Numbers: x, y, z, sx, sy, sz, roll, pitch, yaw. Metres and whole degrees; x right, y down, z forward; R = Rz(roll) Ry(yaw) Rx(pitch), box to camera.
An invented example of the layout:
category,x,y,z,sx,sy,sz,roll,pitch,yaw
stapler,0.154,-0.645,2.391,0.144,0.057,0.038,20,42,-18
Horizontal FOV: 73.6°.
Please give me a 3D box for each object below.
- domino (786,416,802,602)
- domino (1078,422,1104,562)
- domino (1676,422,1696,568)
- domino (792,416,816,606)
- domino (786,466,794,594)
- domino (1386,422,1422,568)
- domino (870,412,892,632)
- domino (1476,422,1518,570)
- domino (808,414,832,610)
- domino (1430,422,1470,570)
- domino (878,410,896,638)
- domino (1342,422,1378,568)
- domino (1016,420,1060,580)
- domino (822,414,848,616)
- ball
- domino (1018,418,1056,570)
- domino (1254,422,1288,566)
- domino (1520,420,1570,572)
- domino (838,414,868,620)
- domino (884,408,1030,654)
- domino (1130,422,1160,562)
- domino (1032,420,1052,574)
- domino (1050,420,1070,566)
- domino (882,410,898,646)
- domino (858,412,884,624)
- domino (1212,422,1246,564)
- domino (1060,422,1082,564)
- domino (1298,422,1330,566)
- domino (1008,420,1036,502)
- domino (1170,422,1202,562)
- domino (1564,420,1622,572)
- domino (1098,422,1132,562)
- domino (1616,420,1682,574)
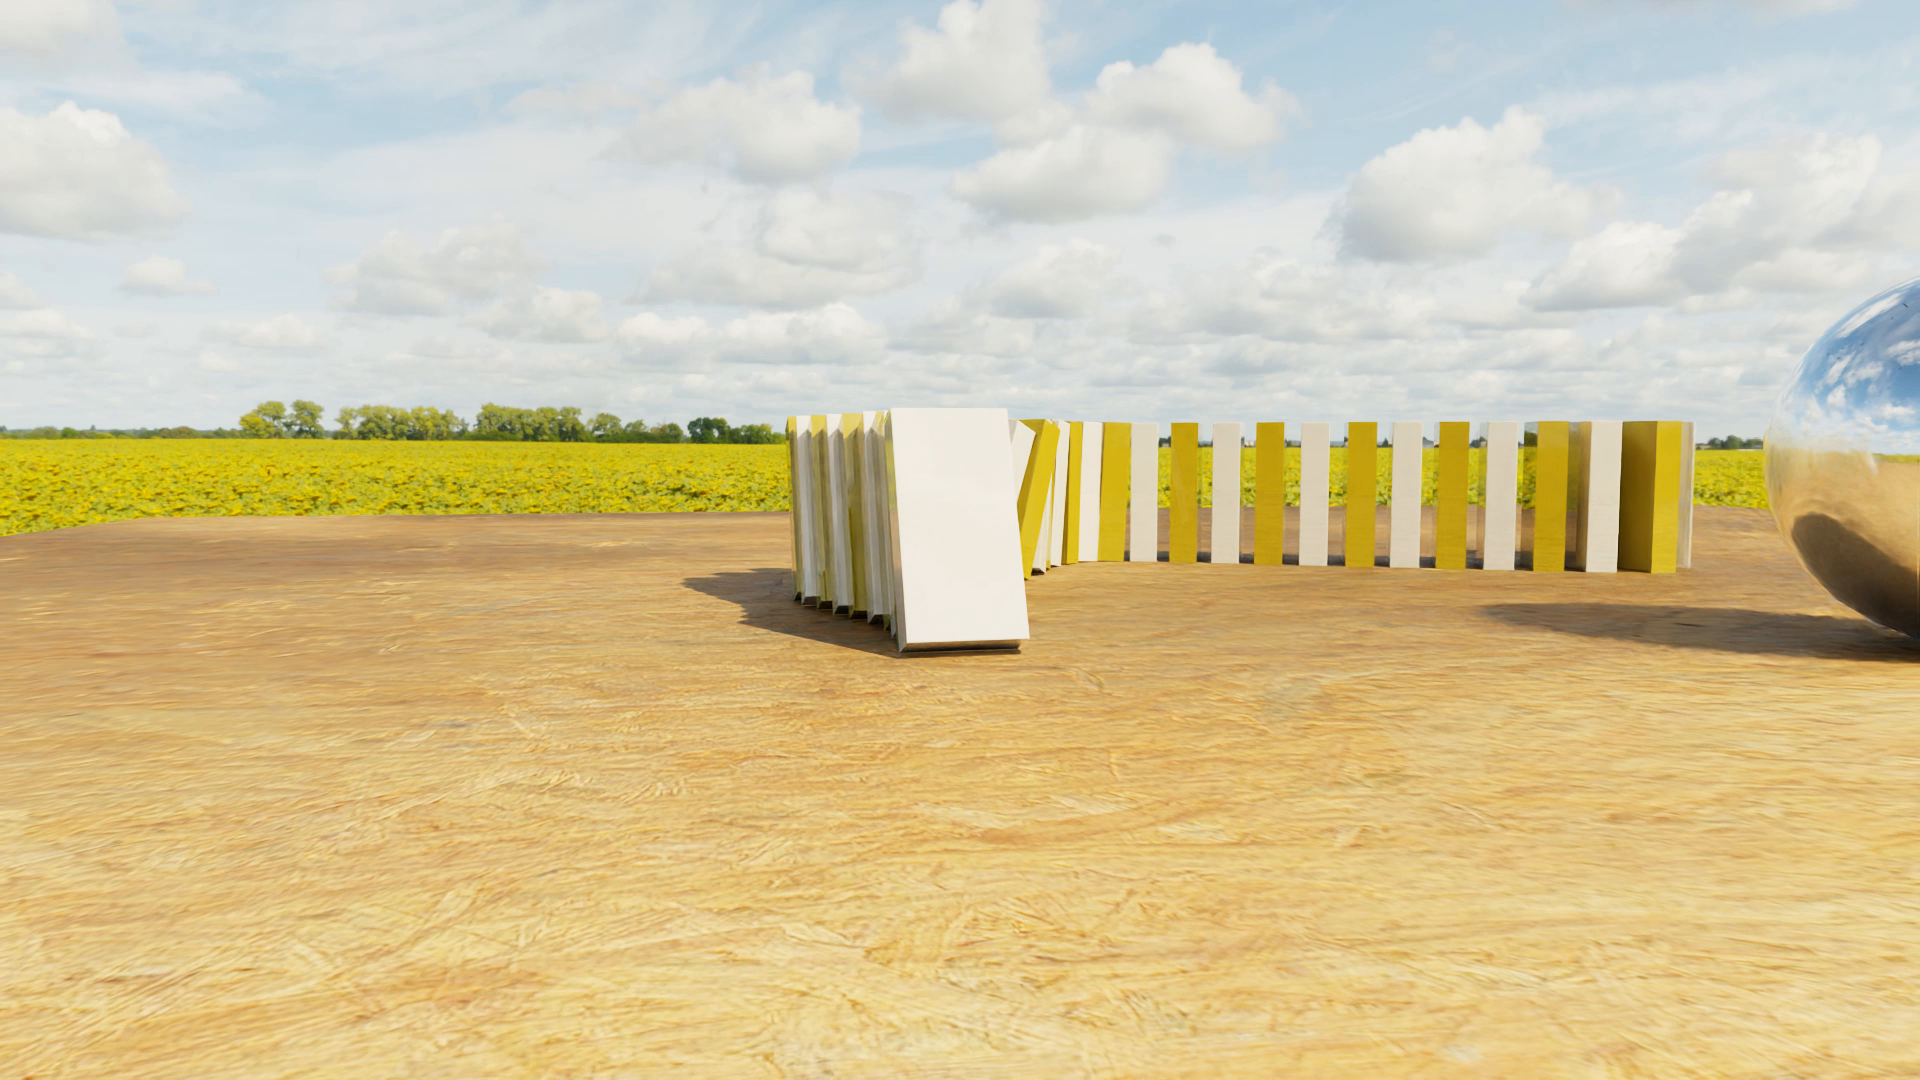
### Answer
category,x,y,z,sx,sy,sz,roll,pitch,yaw
domino,-0.034,-0.009,0.353,0.025,0.050,0.010,-1,-17,-13
domino,0.040,-0.018,0.471,0.009,0.050,0.025,1,3,-33
domino,0.240,-0.016,0.446,0.025,0.050,0.009,3,5,33
domino,-0.031,-0.008,0.343,0.025,0.050,0.009,-1,-17,-13
domino,-0.035,-0.010,0.363,0.025,0.050,0.009,-1,-17,-13
domino,0.156,-0.016,0.451,0.009,0.050,0.025,1,4,15
domino,-0.006,-0.005,0.297,0.025,0.050,0.009,-1,-17,-13
domino,0.185,-0.016,0.442,0.009,0.050,0.025,1,4,16
domino,-0.026,-0.008,0.334,0.025,0.050,0.010,-1,-17,-13
domino,0.170,-0.016,0.446,0.009,0.050,0.025,1,4,16
domino,-0.004,-0.004,0.287,0.025,0.050,0.010,-1,-17,-13
domino,0.141,-0.017,0.454,0.010,0.050,0.025,1,4,13
domino,0.014,-0.013,0.410,0.025,0.050,0.009,3,-14,38
domino,-0.021,-0.007,0.325,0.025,0.050,0.009,-1,-17,-13
ball,0.212,-0.017,0.264,0.080,0.080,0.080,0,4,0
domino,0.019,-0.016,0.437,0.025,0.050,0.009,1,-7,15
domino,0.112,-0.017,0.462,0.009,0.050,0.025,1,4,16
domino,0.199,-0.015,0.438,0.010,0.050,0.025,1,4,14
domino,-0.016,-0.006,0.315,0.025,0.050,0.010,-1,-17,-13
domino,-0.001,-0.002,0.266,0.025,0.050,0.009,-1,-17,-13
domino,0.068,-0.018,0.474,0.009,0.050,0.025,1,4,10
domino,0.017,-0.015,0.425,0.025,0.050,0.010,1,-12,15
domino,0.024,-0.017,0.450,0.025,0.050,0.010,2,-4,28
domino,-0.002,-0.003,0.277,0.025,0.050,0.009,-1,-17,-13
domino,-0.010,-0.006,0.306,0.025,0.050,0.010,0,-17,-13
domino,0.098,-0.017,0.466,0.009,0.050,0.025,1,4,16
domino,0.030,-0.017,0.460,0.025,0.050,0.009,2,2,30
domino,0.127,-0.017,0.458,0.010,0.050,0.025,1,4,16
domino,0.005,-0.012,0.402,0.025,0.050,0.009,4,-17,41
domino,0.083,-0.018,0.470,0.010,0.050,0.025,1,4,14
domino,0.214,-0.015,0.435,0.010,0.050,0.025,1,4,9
domino,0.055,-0.018,0.475,0.010,0.050,0.025,2,4,-5
domino,0.229,-0.015,0.433,0.010,0.050,0.025,-1,4,-14
